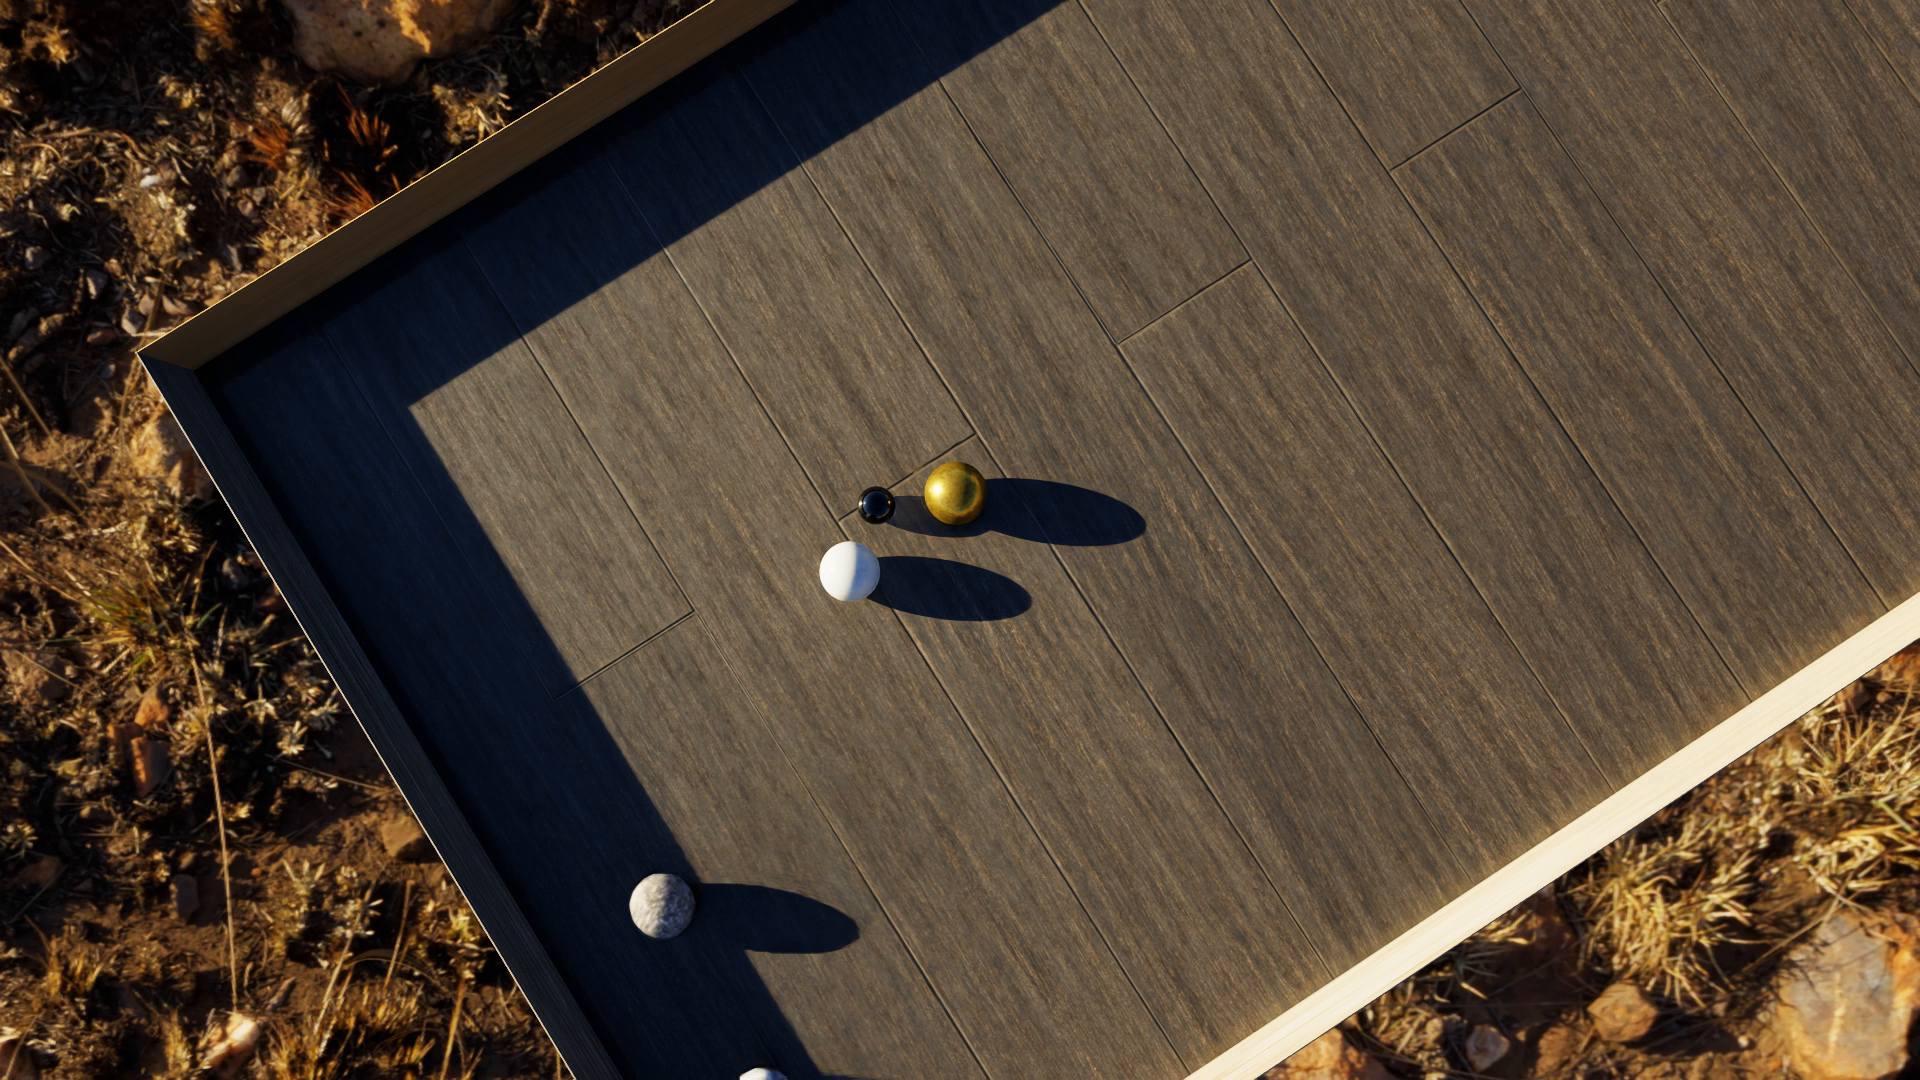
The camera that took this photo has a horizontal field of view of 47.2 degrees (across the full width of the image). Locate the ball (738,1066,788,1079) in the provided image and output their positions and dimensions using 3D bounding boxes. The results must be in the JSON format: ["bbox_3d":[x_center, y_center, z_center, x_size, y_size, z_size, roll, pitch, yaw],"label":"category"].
[{"bbox_3d":[-0.282,0.800,3.146,0.090,0.090,0.090,0,82,0],"label":"ball"}]

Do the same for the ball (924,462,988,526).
[{"bbox_3d":[-0.006,-0.069,3.259,0.094,0.094,0.094,0,82,0],"label":"ball"}]

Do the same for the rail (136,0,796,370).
[{"bbox_3d":[0.274,-1.179,3.392,3.483,0.123,0.045,-32,84,-4],"label":"rail"}]

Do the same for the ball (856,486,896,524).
[{"bbox_3d":[-0.125,-0.052,3.275,0.058,0.058,0.058,0,82,0],"label":"ball"}]

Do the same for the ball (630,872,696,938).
[{"bbox_3d":[-0.430,0.528,3.180,0.094,0.094,0.094,0,82,0],"label":"ball"}]

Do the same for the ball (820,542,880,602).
[{"bbox_3d":[-0.162,0.047,3.246,0.090,0.090,0.090,0,82,0],"label":"ball"}]

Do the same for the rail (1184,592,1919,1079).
[{"bbox_3d":[1.192,0.239,3.203,3.483,0.123,0.045,-32,84,-4],"label":"rail"}]

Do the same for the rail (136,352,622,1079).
[{"bbox_3d":[-0.713,0.450,3.175,0.045,0.123,1.747,-32,84,-4],"label":"rail"}]
